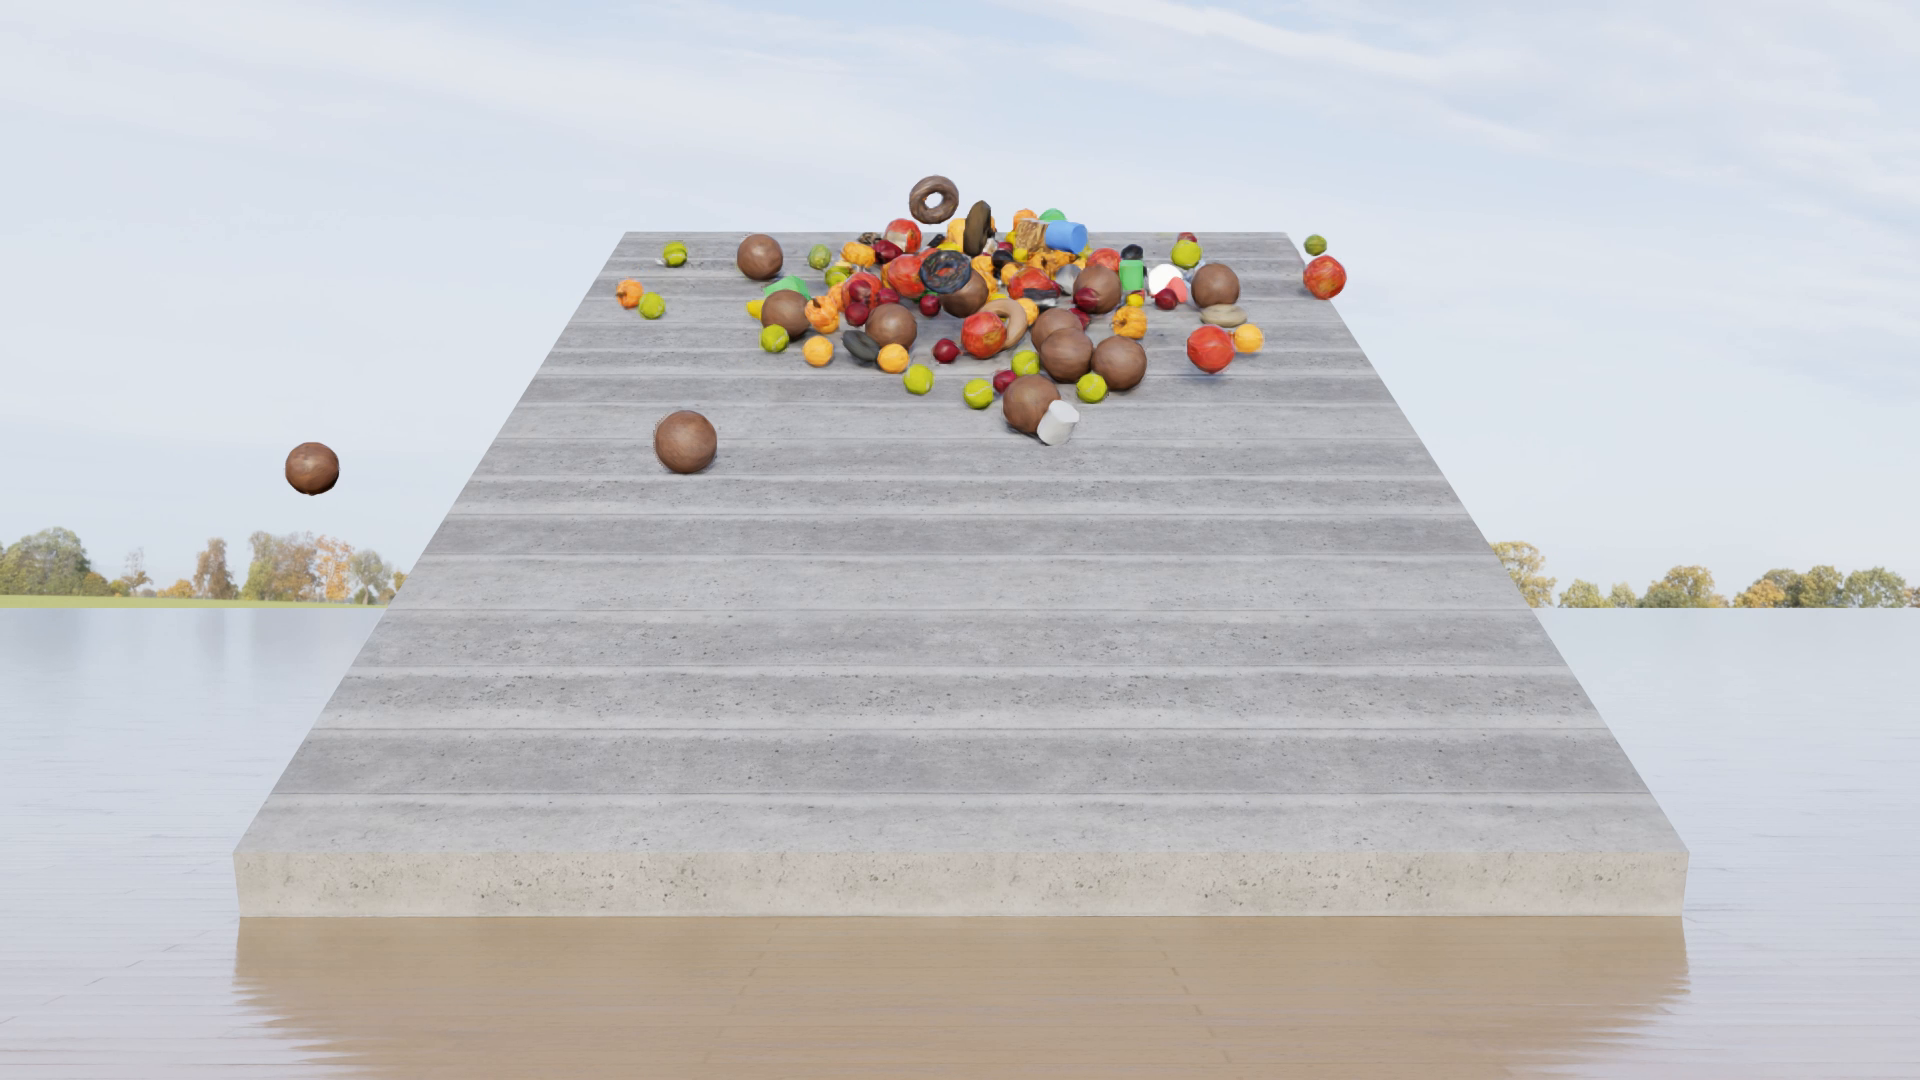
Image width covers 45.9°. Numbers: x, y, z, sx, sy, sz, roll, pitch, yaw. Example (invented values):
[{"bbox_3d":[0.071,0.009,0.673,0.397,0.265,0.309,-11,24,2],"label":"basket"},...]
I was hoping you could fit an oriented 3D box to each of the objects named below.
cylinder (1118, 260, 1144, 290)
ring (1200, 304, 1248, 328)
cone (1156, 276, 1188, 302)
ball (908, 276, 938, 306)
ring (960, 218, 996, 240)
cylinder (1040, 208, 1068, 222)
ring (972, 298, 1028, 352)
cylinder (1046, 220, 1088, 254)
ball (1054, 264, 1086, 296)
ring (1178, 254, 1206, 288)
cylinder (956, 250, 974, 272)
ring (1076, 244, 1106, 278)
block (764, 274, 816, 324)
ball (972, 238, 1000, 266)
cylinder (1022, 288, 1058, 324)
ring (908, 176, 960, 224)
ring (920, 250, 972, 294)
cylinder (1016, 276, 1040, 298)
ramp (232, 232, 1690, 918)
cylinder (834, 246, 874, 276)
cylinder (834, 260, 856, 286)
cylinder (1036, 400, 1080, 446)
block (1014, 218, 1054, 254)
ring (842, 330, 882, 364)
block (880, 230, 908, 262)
[{"bbox_3d":[0.446,-0.691,5.908,0.065,0.065,0.065,-1,22,0],"label":"cylinder"},{"bbox_3d":[0.679,-0.575,5.821,0.123,0.041,0.123,0,19,0],"label":"ring"},{"bbox_3d":[0.554,-0.658,6.058,0.077,0.077,0.077,-19,-13,38],"label":"cone"},{"bbox_3d":[-0.098,-0.658,5.991,0.077,0.077,0.077,0,-2,0],"label":"ball"},{"bbox_3d":[0.053,-0.890,6.598,0.122,0.122,0.041,1,-31,-44],"label":"ring"},{"bbox_3d":[0.280,-0.935,6.744,0.086,0.086,0.086,0,20,-3],"label":"cylinder"},{"bbox_3d":[0.099,-0.530,5.581,0.144,0.144,0.048,-1,-24,24],"label":"ring"},{"bbox_3d":[0.279,-0.795,5.936,0.080,0.080,0.080,16,8,34],"label":"cylinder"},{"bbox_3d":[0.296,-0.700,6.098,0.085,0.085,0.085,0,-2,0],"label":"ball"},{"bbox_3d":[0.629,-0.730,6.144,0.031,0.093,0.093,9,-7,-39],"label":"ring"},{"bbox_3d":[0.011,-0.779,6.343,0.052,0.052,0.052,-6,37,5],"label":"cylinder"},{"bbox_3d":[0.358,-0.784,6.301,0.043,0.128,0.128,-40,-6,5],"label":"ring"},{"bbox_3d":[-0.434,-0.613,5.775,0.084,0.084,0.084,-24,-10,14],"label":"block"},{"bbox_3d":[0.073,-0.816,6.411,0.083,0.083,0.083,0,-2,0],"label":"ball"},{"bbox_3d":[0.204,-0.600,5.811,0.088,0.088,0.088,3,-1,3],"label":"cylinder"},{"bbox_3d":[-0.069,-0.898,5.986,0.141,0.141,0.047,1,33,-20],"label":"ring"},{"bbox_3d":[-0.034,-0.643,5.435,0.127,0.127,0.042,0,-34,7],"label":"ring"},{"bbox_3d":[0.182,-0.681,6.081,0.054,0.054,0.054,-8,-1,-4],"label":"cylinder"},{"bbox_3d":[-0.005,-0.206,5.007,2.000,0.100,4.000,0,20,0],"label":"ramp"},{"bbox_3d":[-0.296,-0.775,6.304,0.077,0.077,0.077,12,7,40],"label":"cylinder"},{"bbox_3d":[-0.318,-0.735,6.225,0.053,0.053,0.053,0,28,-12],"label":"cylinder"},{"bbox_3d":[0.209,-0.249,4.840,0.069,0.069,0.069,1,-44,-31],"label":"cylinder"},{"bbox_3d":[0.212,-0.842,6.275,0.080,0.080,0.080,20,16,36],"label":"block"},{"bbox_3d":[-0.234,-0.464,5.422,0.108,0.036,0.108,31,23,-14],"label":"ring"},{"bbox_3d":[-0.188,-0.832,6.413,0.058,0.058,0.058,16,-29,-14],"label":"block"}]
